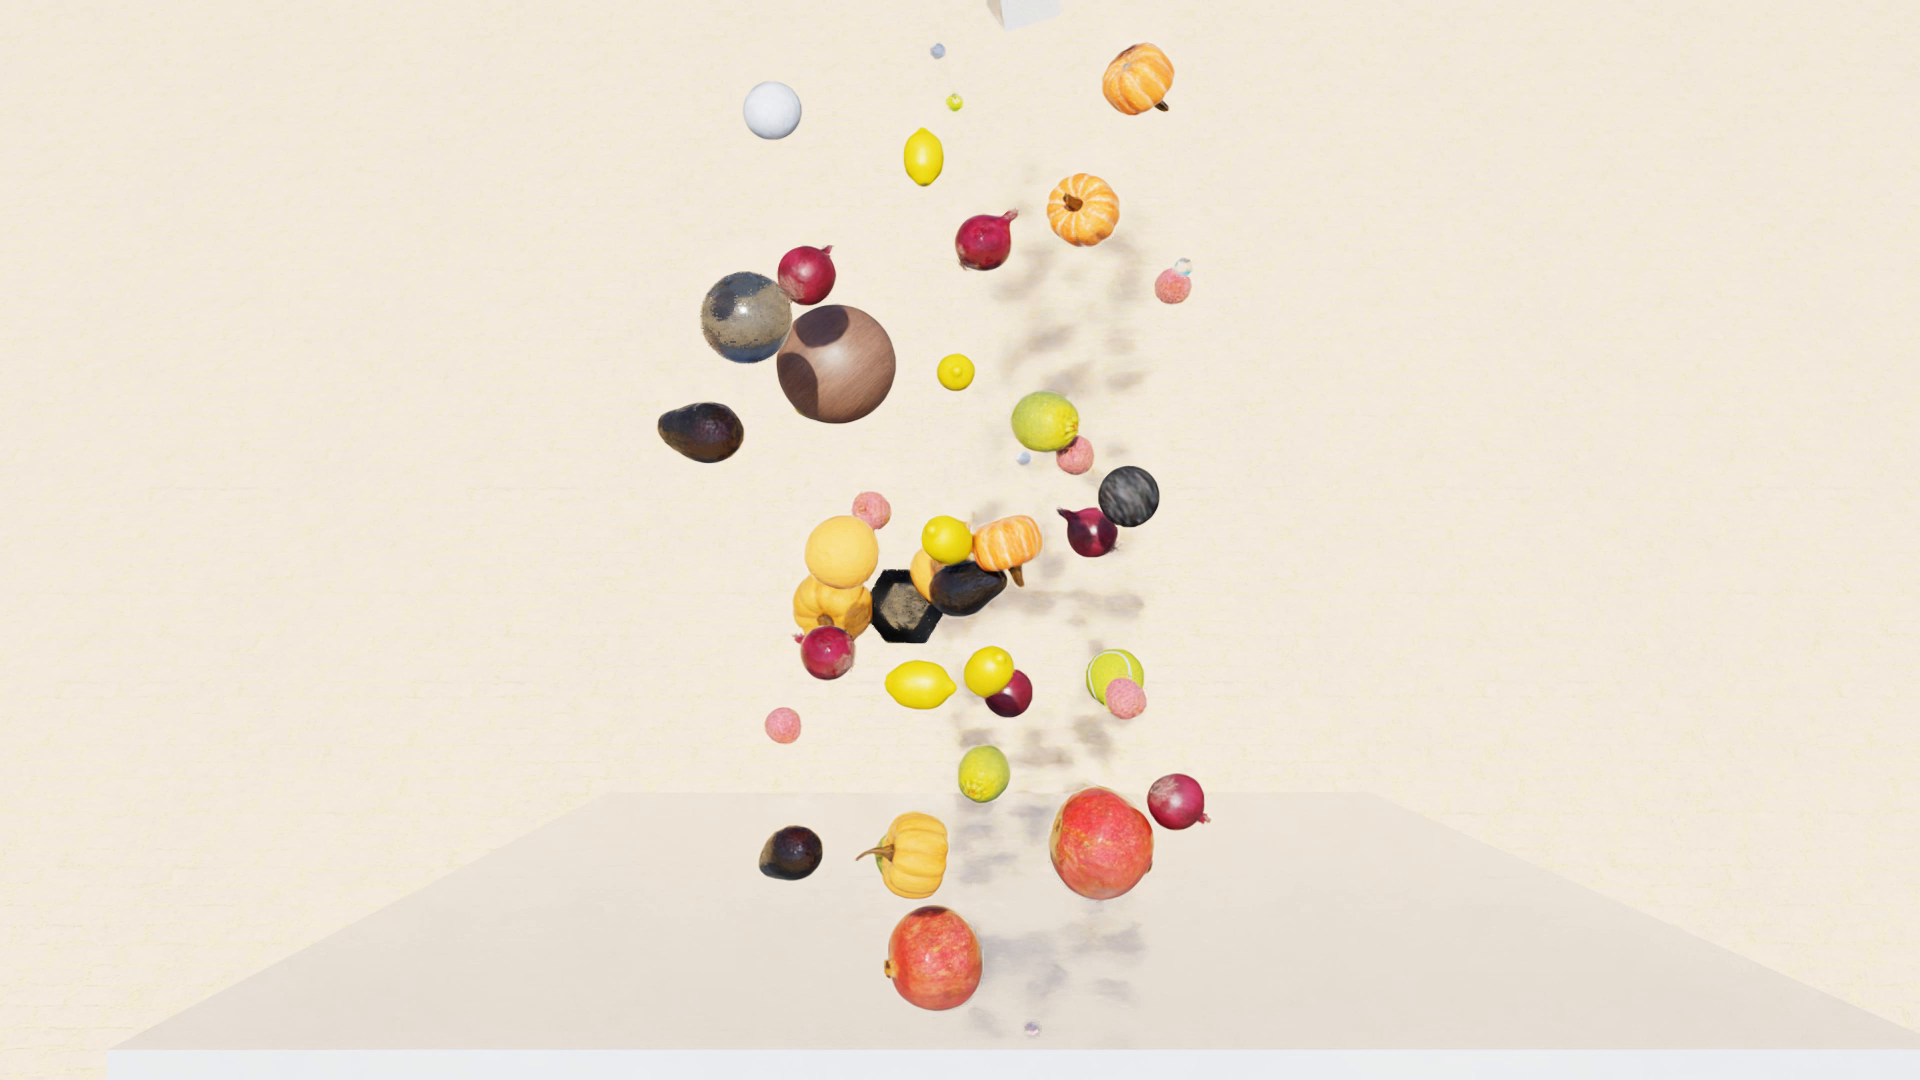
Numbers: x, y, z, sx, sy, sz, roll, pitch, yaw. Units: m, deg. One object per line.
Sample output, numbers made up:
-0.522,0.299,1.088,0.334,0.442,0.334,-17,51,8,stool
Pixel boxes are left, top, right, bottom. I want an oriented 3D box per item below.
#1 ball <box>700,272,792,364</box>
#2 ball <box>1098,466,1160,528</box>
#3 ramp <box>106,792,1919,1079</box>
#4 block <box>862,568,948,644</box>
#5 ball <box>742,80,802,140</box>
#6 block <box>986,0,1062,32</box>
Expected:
-0.207,-0.215,2.509,0.090,0.090,0.090,0,34,0,ball
0.185,-0.048,2.843,0.068,0.068,0.068,0,34,0,ball
0.076,0.657,4.809,2.000,0.100,4.000,0,-2,0,ramp
-0.063,0.076,2.977,0.060,0.060,0.060,4,37,-42,block
-0.168,-0.384,2.321,0.053,0.053,0.053,0,34,0,ball
0.056,-0.519,2.420,0.057,0.057,0.057,-18,40,-8,block
